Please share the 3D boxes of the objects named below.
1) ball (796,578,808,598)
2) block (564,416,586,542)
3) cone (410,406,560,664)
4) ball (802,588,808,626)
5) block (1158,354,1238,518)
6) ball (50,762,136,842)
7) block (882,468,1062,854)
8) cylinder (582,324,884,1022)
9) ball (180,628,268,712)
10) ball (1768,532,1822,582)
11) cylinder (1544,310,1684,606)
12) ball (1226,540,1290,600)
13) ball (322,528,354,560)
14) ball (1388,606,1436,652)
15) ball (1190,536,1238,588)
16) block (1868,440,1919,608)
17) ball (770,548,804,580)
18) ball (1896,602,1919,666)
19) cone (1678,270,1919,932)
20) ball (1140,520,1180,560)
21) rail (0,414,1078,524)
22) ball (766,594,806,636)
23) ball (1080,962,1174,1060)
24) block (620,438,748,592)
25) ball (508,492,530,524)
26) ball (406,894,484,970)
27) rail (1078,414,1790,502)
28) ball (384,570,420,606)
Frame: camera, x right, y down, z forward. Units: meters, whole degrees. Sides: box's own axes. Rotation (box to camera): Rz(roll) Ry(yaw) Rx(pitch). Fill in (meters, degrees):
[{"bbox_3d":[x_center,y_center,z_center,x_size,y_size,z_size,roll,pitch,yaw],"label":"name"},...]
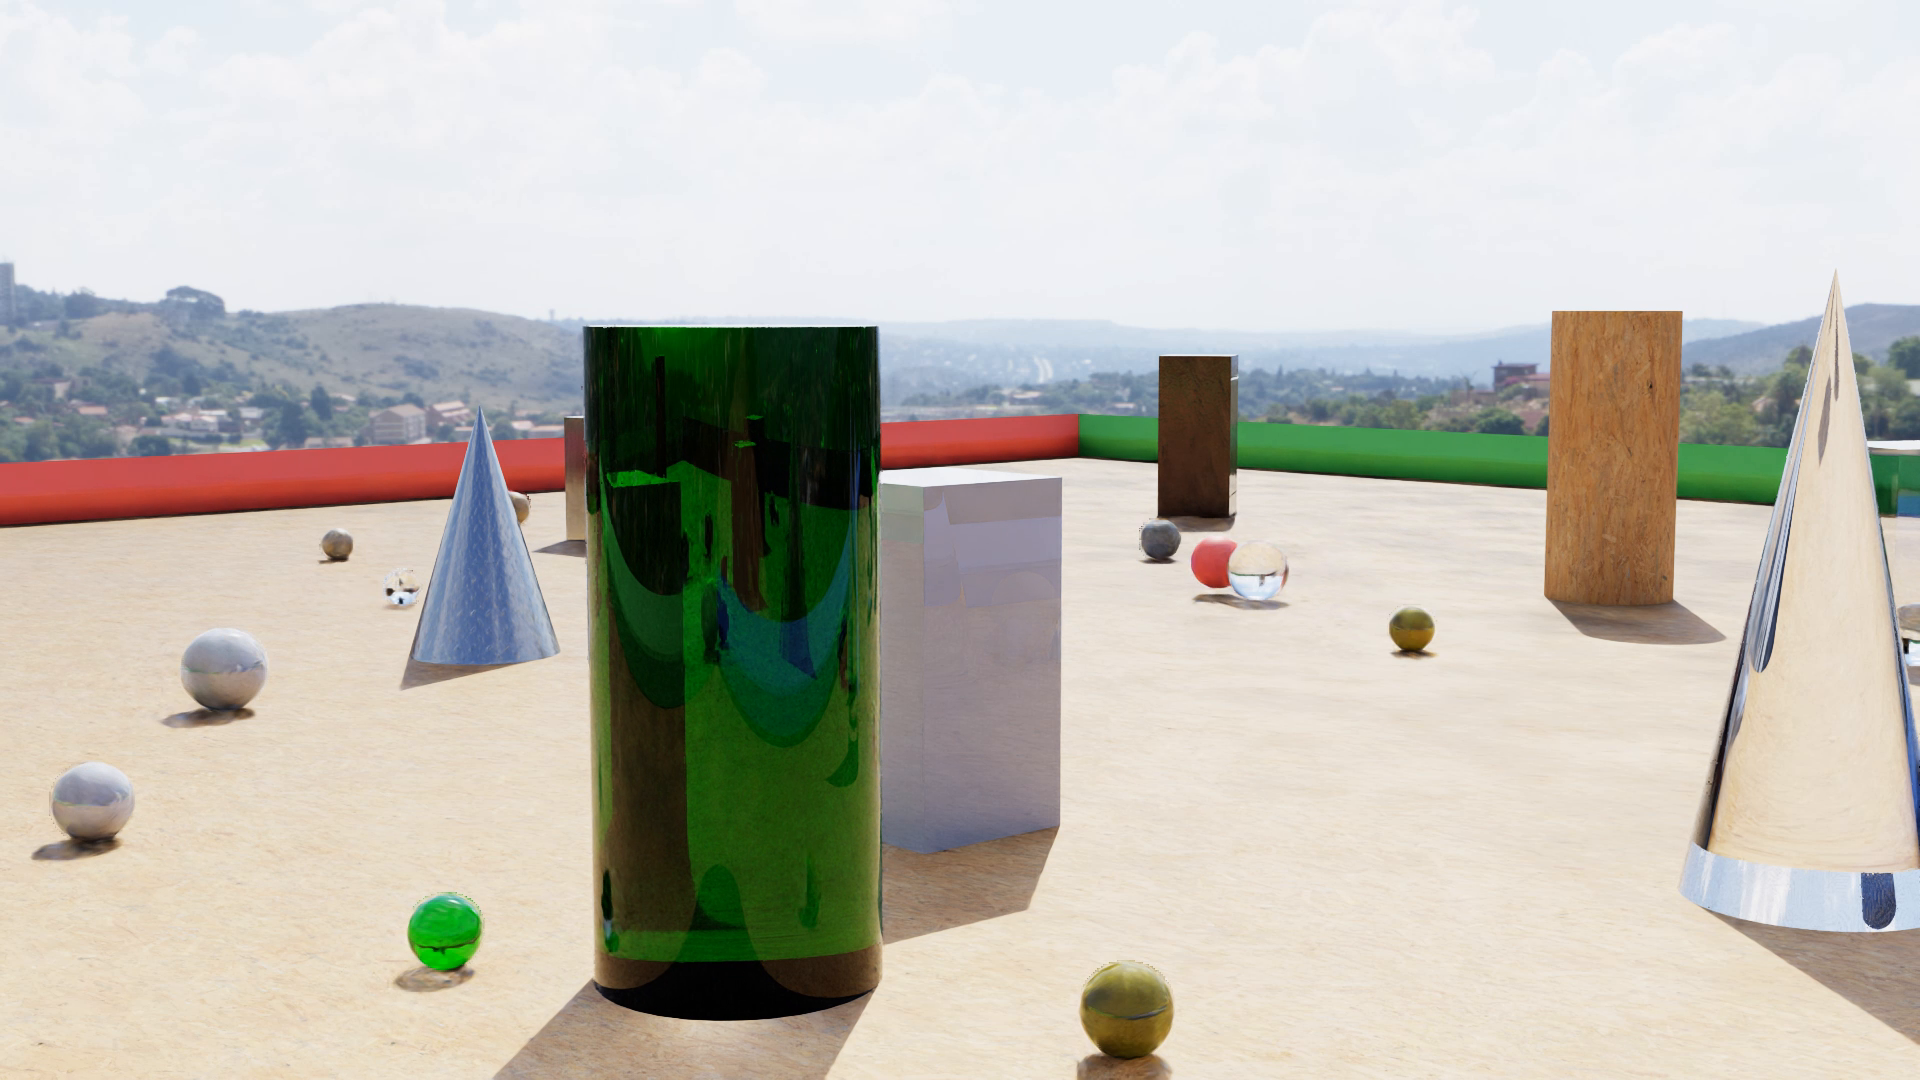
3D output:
[{"bbox_3d":[-0.214,0.080,3.239,0.052,0.052,0.052,0,6,0],"label":"ball"},{"bbox_3d":[-0.653,-0.120,4.252,0.154,0.238,0.154,5,8,39],"label":"block"},{"bbox_3d":[-0.616,-0.014,2.838,0.193,0.323,0.193,0,6,0],"label":"cone"},{"bbox_3d":[-0.163,0.089,2.942,0.096,0.096,0.096,0,6,0],"label":"ball"},{"bbox_3d":[0.518,-0.228,4.776,0.154,0.345,0.154,1,6,13],"label":"block"},{"bbox_3d":[-0.727,0.220,1.844,0.066,0.066,0.066,0,6,0],"label":"ball"},{"bbox_3d":[-0.022,0.096,1.894,0.154,0.302,0.154,-5,8,-41],"label":"block"},{"bbox_3d":[-0.148,0.076,1.453,0.193,0.433,0.193,0,6,0],"label":"cylinder"},{"bbox_3d":[-0.817,0.144,2.440,0.093,0.093,0.093,0,6,0],"label":"ball"},{"bbox_3d":[1.364,0.028,3.593,0.082,0.082,0.082,0,6,0],"label":"ball"},{"bbox_3d":[1.005,-0.131,3.387,0.193,0.441,0.193,0,6,0],"label":"cylinder"},{"bbox_3d":[0.455,0.046,3.361,0.095,0.095,0.095,0,6,0],"label":"ball"},{"bbox_3d":[-1.108,0.007,3.918,0.056,0.056,0.056,0,6,0],"label":"ball"},{"bbox_3d":[0.589,0.116,2.866,0.060,0.060,0.060,0,6,0],"label":"ball"},{"bbox_3d":[0.402,0.034,3.431,0.083,0.083,0.083,0,6,0],"label":"ball"},{"bbox_3d":[1.235,0.010,2.870,0.154,0.269,0.154,-2,6,-15],"label":"block"},{"bbox_3d":[-0.285,0.039,3.627,0.053,0.053,0.053,0,6,0],"label":"ball"},{"bbox_3d":[1.194,0.118,2.747,0.079,0.079,0.079,0,6,0],"label":"ball"},{"bbox_3d":[0.646,0.034,1.647,0.193,0.476,0.193,0,6,0],"label":"cone"},{"bbox_3d":[0.357,-0.001,3.918,0.072,0.072,0.072,0,6,0],"label":"ball"},{"bbox_3d":[-1.503,-0.138,4.952,5.115,0.125,0.045,-6,8,-42],"label":"rail"},{"bbox_3d":[-0.237,0.102,3.006,0.058,0.058,0.058,0,6,0],"label":"ball"},{"bbox_3d":[0.100,0.281,1.311,0.057,0.057,0.057,0,6,0],"label":"ball"},{"bbox_3d":[-0.444,-0.043,3.557,0.154,0.231,0.154,2,6,16],"label":"block"},{"bbox_3d":[-0.923,-0.065,4.546,0.068,0.068,0.068,0,6,0],"label":"ball"},{"bbox_3d":[-0.348,0.265,1.488,0.050,0.050,0.050,0,6,0],"label":"ball"},{"bbox_3d":[1.862,-0.147,5.041,0.045,0.125,4.480,-6,8,-42],"label":"rail"},{"bbox_3d":[-0.839,0.073,3.310,0.052,0.052,0.052,0,6,0],"label":"ball"}]
